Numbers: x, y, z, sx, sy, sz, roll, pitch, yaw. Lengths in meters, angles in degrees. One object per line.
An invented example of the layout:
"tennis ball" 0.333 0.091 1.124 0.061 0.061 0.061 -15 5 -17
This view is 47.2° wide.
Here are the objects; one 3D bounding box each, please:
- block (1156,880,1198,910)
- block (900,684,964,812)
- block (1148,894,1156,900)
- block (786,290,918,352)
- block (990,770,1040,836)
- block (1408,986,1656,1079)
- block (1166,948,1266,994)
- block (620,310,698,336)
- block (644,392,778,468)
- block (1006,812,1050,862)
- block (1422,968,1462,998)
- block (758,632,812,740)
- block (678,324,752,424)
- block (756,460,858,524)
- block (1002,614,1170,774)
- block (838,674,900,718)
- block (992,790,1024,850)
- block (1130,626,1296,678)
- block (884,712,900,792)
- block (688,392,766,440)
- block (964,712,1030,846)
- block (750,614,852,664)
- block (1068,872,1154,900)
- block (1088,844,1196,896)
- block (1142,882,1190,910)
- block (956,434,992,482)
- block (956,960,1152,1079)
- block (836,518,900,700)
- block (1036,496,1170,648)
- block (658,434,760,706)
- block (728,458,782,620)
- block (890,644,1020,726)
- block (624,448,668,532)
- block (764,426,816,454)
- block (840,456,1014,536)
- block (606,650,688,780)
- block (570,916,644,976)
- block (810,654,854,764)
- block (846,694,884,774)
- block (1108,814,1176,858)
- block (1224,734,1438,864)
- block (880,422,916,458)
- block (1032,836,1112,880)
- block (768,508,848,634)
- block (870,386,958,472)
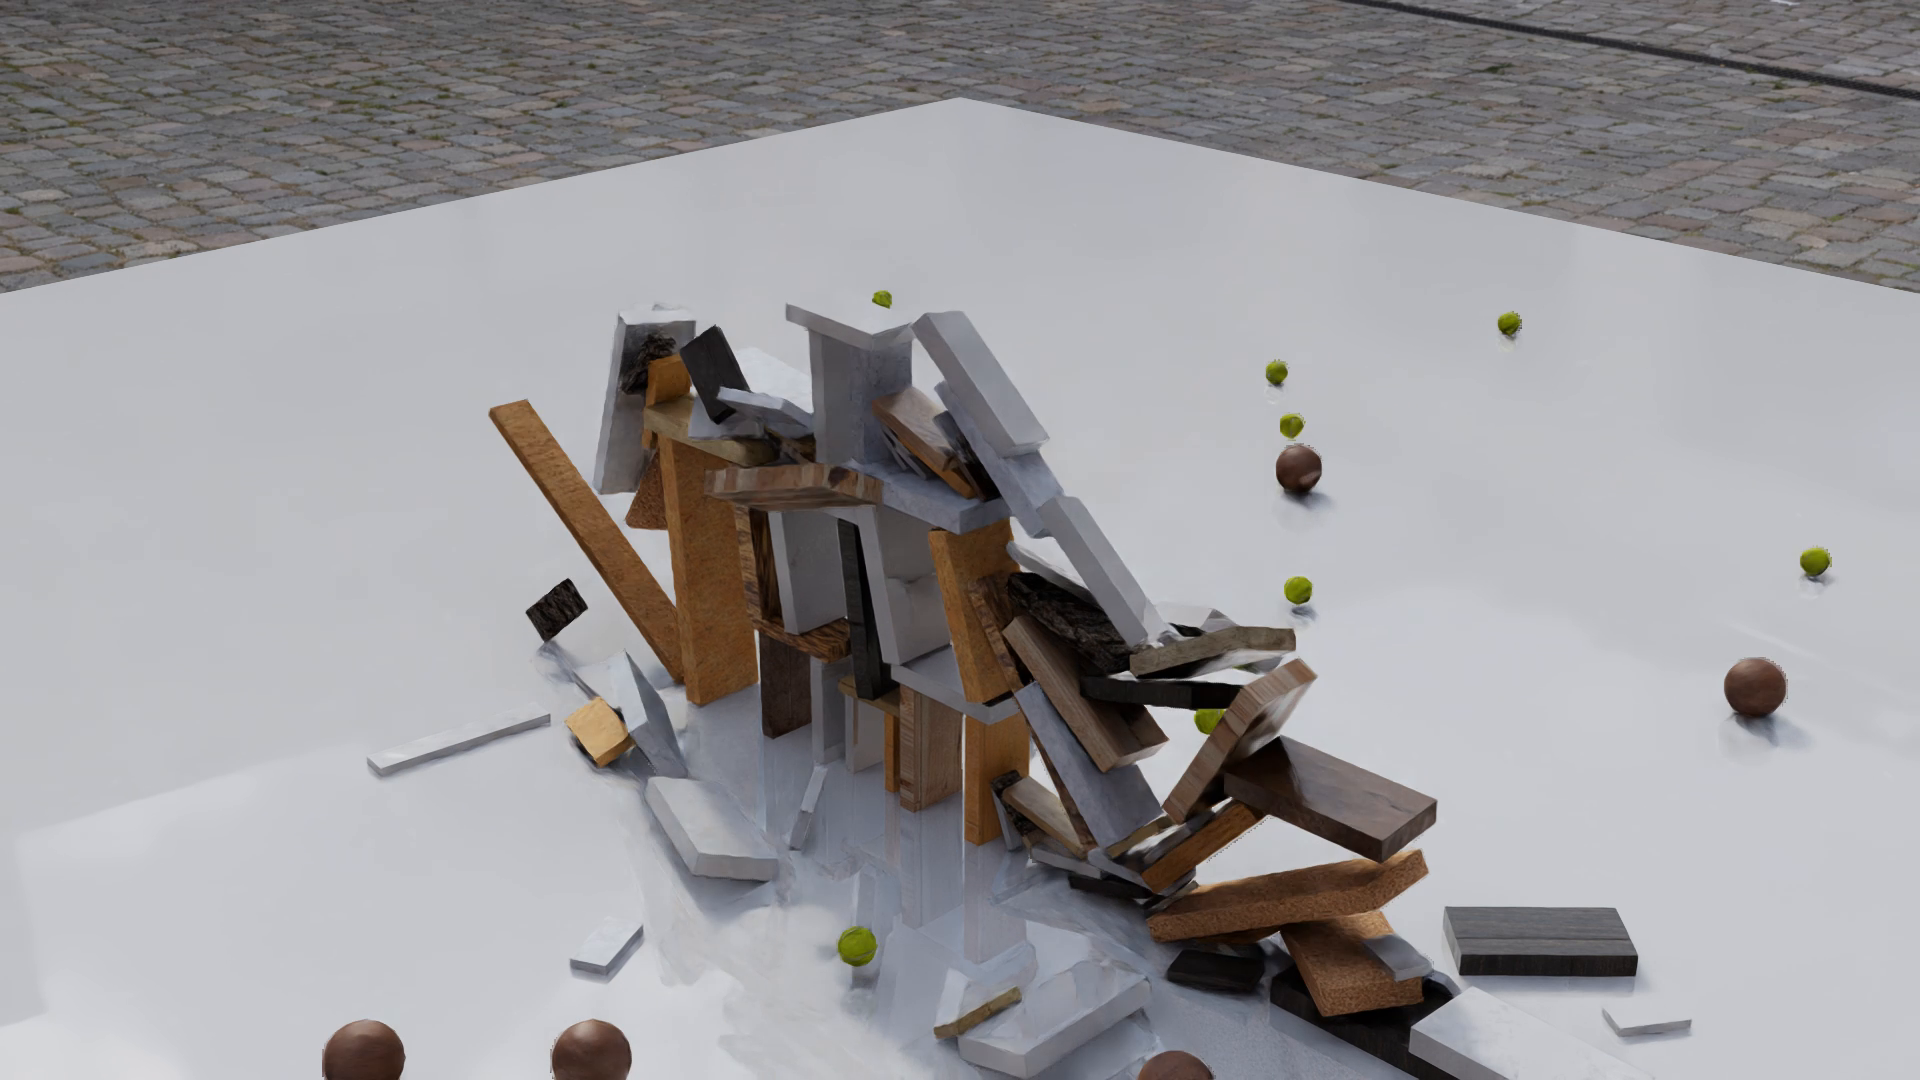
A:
"block" 0.404 0.660 4.086 0.048 0.014 0.096 -27 -11 -26
"block" -0.057 0.401 4.459 0.139 0.279 0.040 -21 32 -41
"block" 0.334 0.656 4.140 0.096 0.014 0.048 0 18 45
"block" -0.208 -0.425 4.249 0.126 0.036 0.253 -21 32 -39
"block" 0.115 0.513 4.298 0.062 0.017 0.123 -20 72 -39
"block" 0.924 0.851 3.567 0.173 0.049 0.347 -20 30 -39
"block" 0.454 0.765 3.900 0.155 0.022 0.077 3 23 29
"block" -0.692 -0.358 4.908 0.163 0.327 0.046 -4 36 -25
"block" -0.497 -0.240 4.665 0.341 0.048 0.171 21 31 41
"block" 0.144 0.565 4.306 0.062 0.017 0.123 -20 72 -38
"block" 0.826 0.768 3.812 0.066 0.132 0.019 18 73 33
"block" -0.373 0.295 4.751 0.035 0.247 0.123 21 31 41
"block" -0.493 -0.335 4.444 0.094 0.027 0.188 -34 61 12
"block" -0.257 -0.110 4.462 0.302 0.043 0.151 20 30 39
"block" 0.233 0.272 4.080 0.164 0.047 0.328 -11 59 -49
"block" -0.156 0.313 4.533 0.178 0.025 0.089 20 30 38
"block" 0.105 0.540 4.333 0.062 0.123 0.017 -20 8 -39
"block" 0.440 0.199 3.853 0.139 0.039 0.277 4 -15 -36
"block" -0.114 0.424 4.533 0.025 0.178 0.089 21 31 40
"block" -0.468 -0.249 4.443 0.176 0.088 0.025 0 -16 33
"block" 0.074 0.451 4.340 0.140 0.279 0.040 -20 31 -39
"block" -0.314 0.188 4.642 0.247 0.035 0.123 21 31 41
"block" 0.304 0.637 4.152 0.182 0.026 0.091 1 19 43
"block" 0.340 0.604 4.104 0.182 0.026 0.091 18 31 37
"block" 0.385 0.660 4.104 0.048 0.096 0.014 -25 78 -42
"block" 0.038 -0.155 4.086 0.103 0.015 0.052 54 26 7
"block" 0.163 0.812 3.743 0.314 0.044 0.157 -21 17 -41
"block" -0.165 0.121 4.464 0.043 0.380 0.151 9 23 36
"block" 0.258 0.055 3.971 0.043 0.301 0.150 -37 -10 17
"block" -0.552 0.046 4.853 0.048 0.623 0.171 16 27 43
"block" -0.388 -0.020 4.646 0.171 0.341 0.048 -21 24 -41
"block" 0.009 0.279 4.337 0.139 0.040 0.279 -21 31 -40
"block" -0.676 -0.113 4.986 0.100 0.200 0.028 7 32 -39
"block" -0.335 -0.219 4.488 0.069 0.020 0.139 -18 37 -37
"block" -0.055 -0.101 4.252 0.170 0.048 0.340 -19 30 -39
"block" -0.663 0.374 4.655 0.046 0.162 0.324 -32 30 -1
"block" -0.642 0.737 3.997 0.073 0.021 0.146 8 24 18
"block" -0.256 0.340 4.644 0.035 0.247 0.123 21 31 40
"block" -0.198 0.392 4.608 0.089 0.178 0.025 -20 31 -40
"block" 0.345 0.541 4.051 0.075 0.021 0.149 -16 -16 -41
"block" 0.624 0.434 3.719 0.320 0.045 0.160 22 35 39
"block" -0.108 -0.201 4.266 0.049 0.014 0.098 -17 53 -37
"block" 0.234 0.602 4.216 0.091 0.026 0.182 -23 21 -39
"block" -0.314 0.030 4.579 0.151 0.302 0.043 -21 22 -41
"block" -0.061 -0.213 4.210 0.108 0.030 0.215 -20 48 -39
